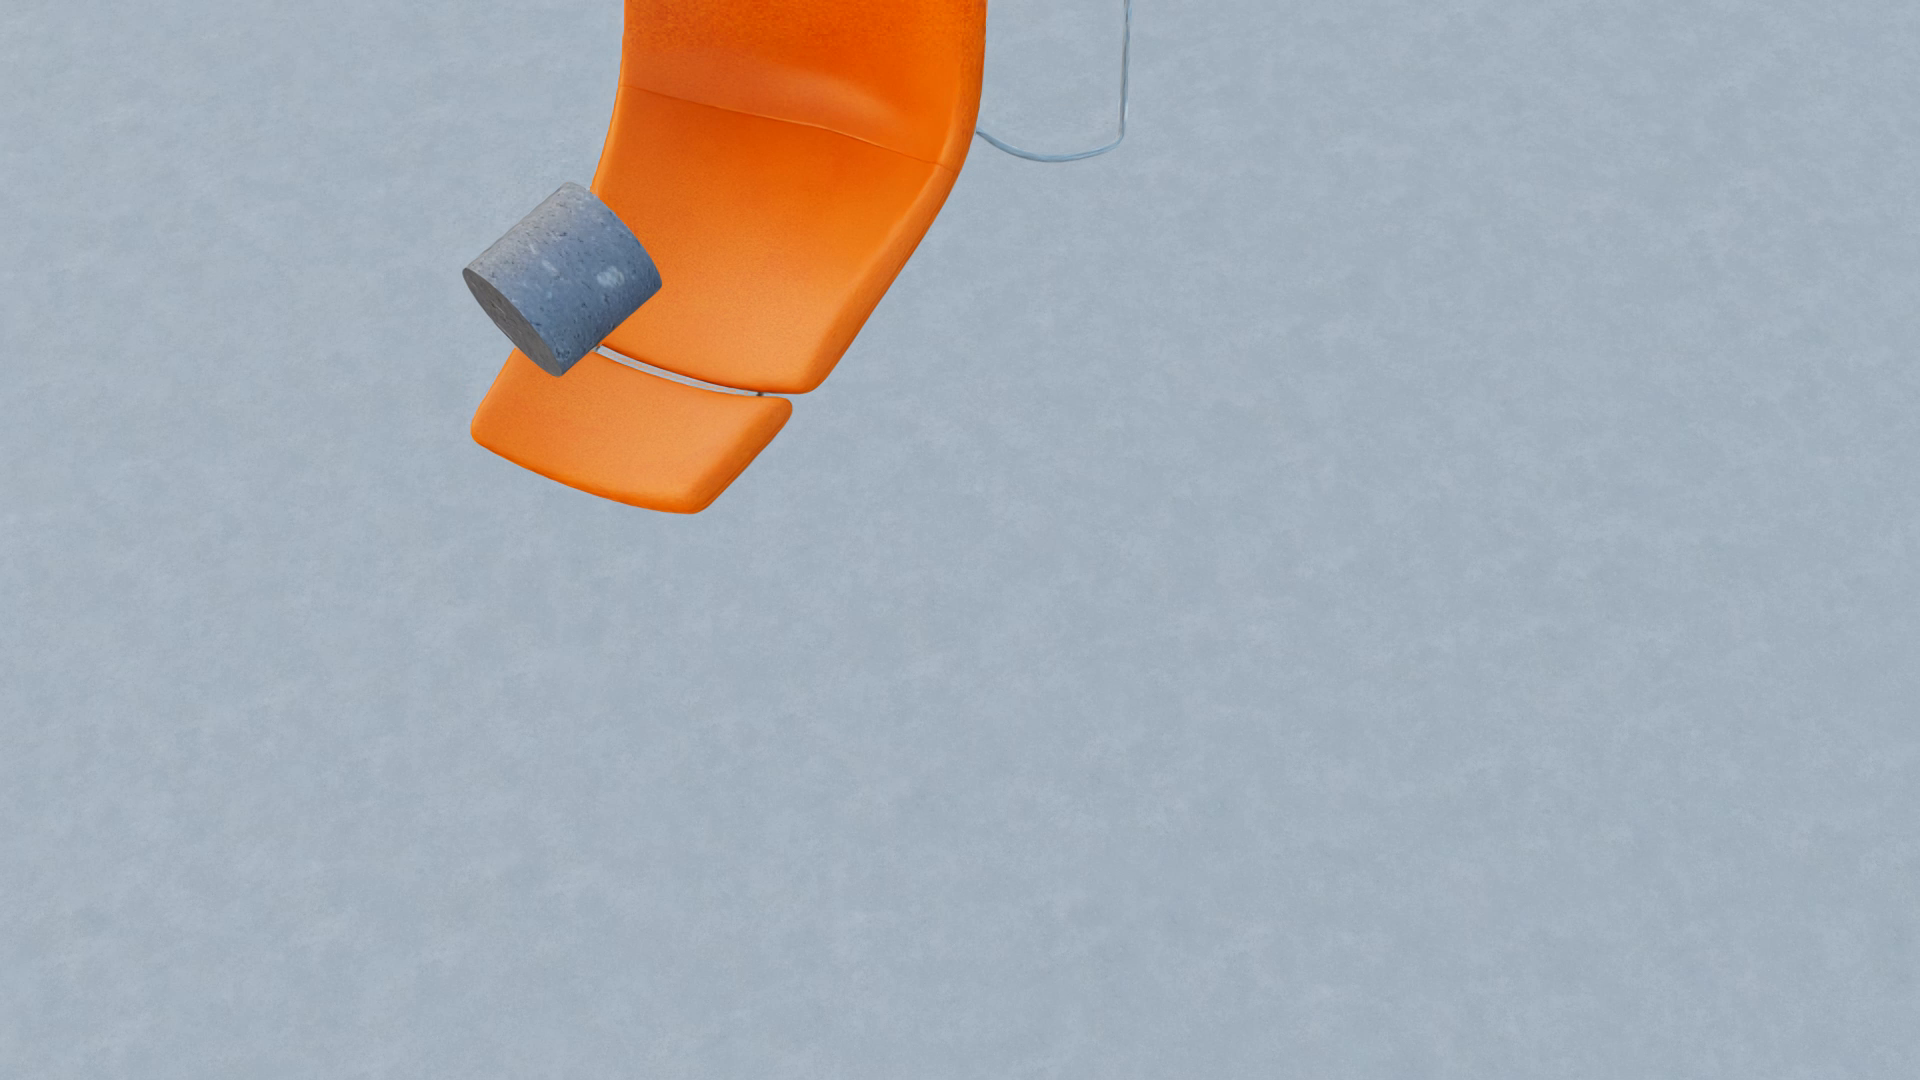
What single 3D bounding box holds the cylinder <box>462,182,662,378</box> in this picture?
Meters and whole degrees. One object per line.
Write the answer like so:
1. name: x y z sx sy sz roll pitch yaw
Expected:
1. cylinder: -0.476 -0.313 2.638 0.171 0.162 0.164 42 74 14
